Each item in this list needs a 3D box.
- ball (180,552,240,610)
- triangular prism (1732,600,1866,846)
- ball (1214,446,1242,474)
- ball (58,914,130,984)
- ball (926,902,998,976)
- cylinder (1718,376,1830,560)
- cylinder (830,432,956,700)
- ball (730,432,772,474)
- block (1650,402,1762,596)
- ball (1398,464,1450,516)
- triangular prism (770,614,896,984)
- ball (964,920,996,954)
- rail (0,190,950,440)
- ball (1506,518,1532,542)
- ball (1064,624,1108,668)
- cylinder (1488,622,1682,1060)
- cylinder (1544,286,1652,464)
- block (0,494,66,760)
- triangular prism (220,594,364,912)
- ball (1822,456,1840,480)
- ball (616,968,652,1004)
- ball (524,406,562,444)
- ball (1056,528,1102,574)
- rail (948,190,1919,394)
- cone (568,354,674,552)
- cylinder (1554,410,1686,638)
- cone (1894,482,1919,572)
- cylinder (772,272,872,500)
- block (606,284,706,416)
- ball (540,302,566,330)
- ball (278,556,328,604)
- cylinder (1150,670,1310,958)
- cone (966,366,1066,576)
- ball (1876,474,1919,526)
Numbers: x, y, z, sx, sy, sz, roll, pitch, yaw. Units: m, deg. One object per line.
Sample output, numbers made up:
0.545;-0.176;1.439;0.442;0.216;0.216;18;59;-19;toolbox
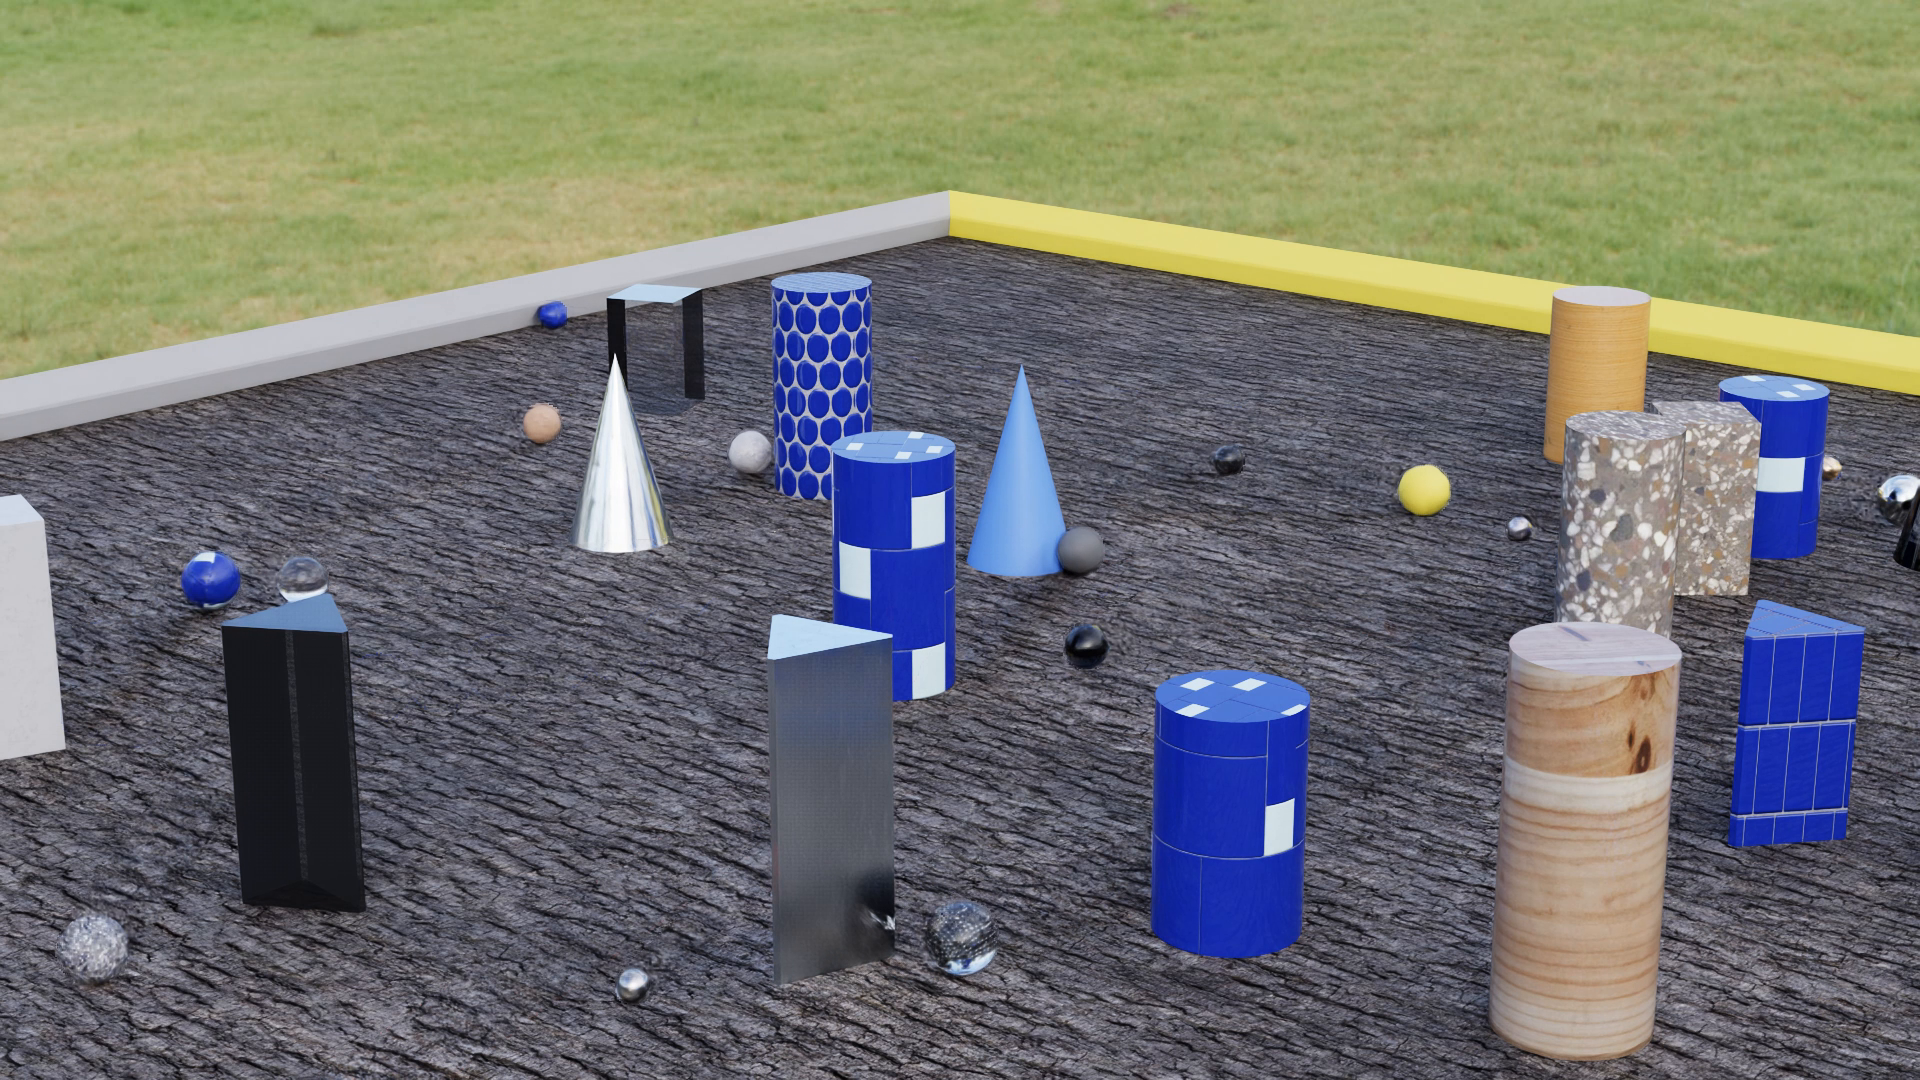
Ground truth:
-1.290;0.071;5.044;0.098;0.098;0.098;0;17;0;ball
1.136;0.251;4.087;0.169;0.306;0.147;-3;17;-9;triangular prism
0.537;-0.160;5.877;0.059;0.059;0.059;0;17;0;ball
-1.071;0.506;3.625;0.085;0.085;0.085;0;17;0;ball
0.002;0.496;3.648;0.091;0.091;0.091;0;17;0;ball
1.483;-0.135;5.385;0.195;0.296;0.195;0;17;0;cylinder
-0.105;0.039;4.648;0.195;0.387;0.195;0;17;0;cylinder
-0.419;-0.175;5.879;0.086;0.086;0.086;0;17;0;ball
1.300;-0.074;5.160;0.156;0.309;0.156;0;17;1;block
0.885;-0.095;5.594;0.097;0.097;0.097;0;17;0;ball
-0.192;0.315;3.666;0.169;0.426;0.147;-10;19;-30;triangular prism
0.025;0.502;3.711;0.042;0.042;0.042;0;17;0;ball
-1.643;-0.380;6.485;0.045;0.127;4.970;14;22;39;rail
1.037;-0.020;5.435;0.046;0.046;0.046;0;17;0;ball
0.205;0.173;4.752;0.072;0.072;0.072;0;17;0;ball
0.733;0.353;3.453;0.195;0.477;0.195;0;17;0;cylinder
1.296;-0.332;5.969;0.195;0.336;0.195;0;17;0;cylinder
-1.450;0.134;4.384;0.156;0.359;0.156;-9;19;-28;block
-0.850;0.276;3.863;0.169;0.386;0.147;3;17;10;triangular prism
1.728;-0.142;5.835;0.048;0.048;0.048;0;17;0;ball
-0.398;0.544;3.574;0.042;0.042;0.042;0;17;0;ball
-0.870;-0.240;6.108;0.079;0.079;0.079;0;17;0;ball
0.214;0.020;5.238;0.083;0.083;0.083;0;17;0;ball
1.614;-0.505;6.899;4.398;0.127;0.045;14;22;39;rail
-0.631;-0.174;5.417;0.195;0.351;0.195;0;17;0;cone
1.100;-0.019;4.895;0.195;0.357;0.195;0;17;0;cylinder
1.795;-0.169;5.257;0.195;0.434;0.195;0;17;0;cone
-0.269;-0.303;5.743;0.195;0.410;0.195;0;17;0;cylinder
-0.662;-0.416;6.394;0.156;0.250;0.156;6;18;18;block
-0.993;-0.547;7.148;0.065;0.065;0.065;0;17;0;ball
-1.136;0.071;5.065;0.085;0.085;0.085;0;17;0;ball
0.344;0.348;3.748;0.195;0.316;0.195;0;17;0;cylinder
0.110;-0.139;5.274;0.195;0.367;0.195;0;17;0;cone
1.779;-0.075;5.528;0.097;0.097;0.097;0;17;0;ball
